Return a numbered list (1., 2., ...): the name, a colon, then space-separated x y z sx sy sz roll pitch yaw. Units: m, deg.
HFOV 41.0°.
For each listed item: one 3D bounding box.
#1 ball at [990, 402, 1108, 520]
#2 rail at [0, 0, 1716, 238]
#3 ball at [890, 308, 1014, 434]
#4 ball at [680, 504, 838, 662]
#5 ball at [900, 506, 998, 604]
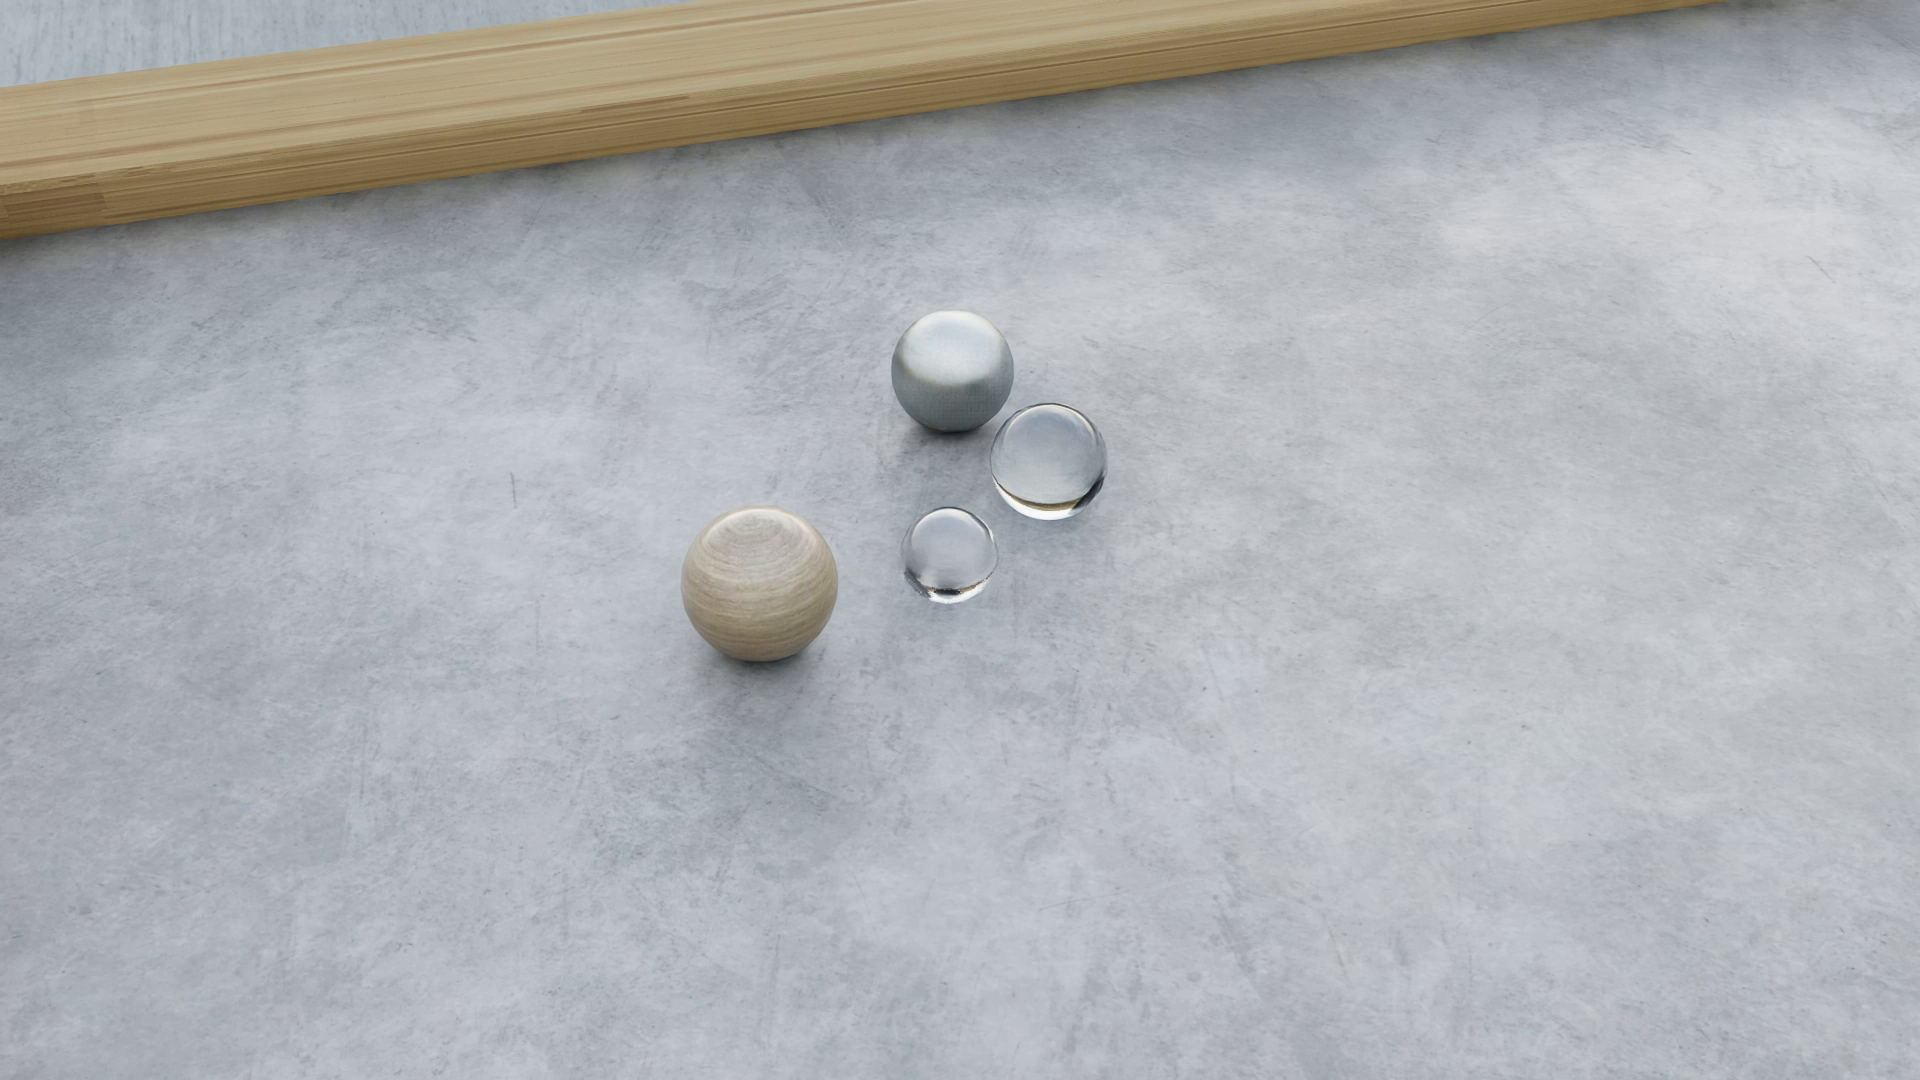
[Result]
1. ball: 0.058 -0.051 1.669 0.077 0.077 0.077 0 35 0
2. rail: 0.416 -0.482 2.237 2.552 0.123 0.045 -10 37 -14
3. ball: -0.005 -0.115 1.753 0.085 0.085 0.085 0 35 0
4. ball: -0.121 0.026 1.544 0.095 0.095 0.095 0 35 0
5. ball: -0.007 0.010 1.597 0.061 0.061 0.061 0 35 0
